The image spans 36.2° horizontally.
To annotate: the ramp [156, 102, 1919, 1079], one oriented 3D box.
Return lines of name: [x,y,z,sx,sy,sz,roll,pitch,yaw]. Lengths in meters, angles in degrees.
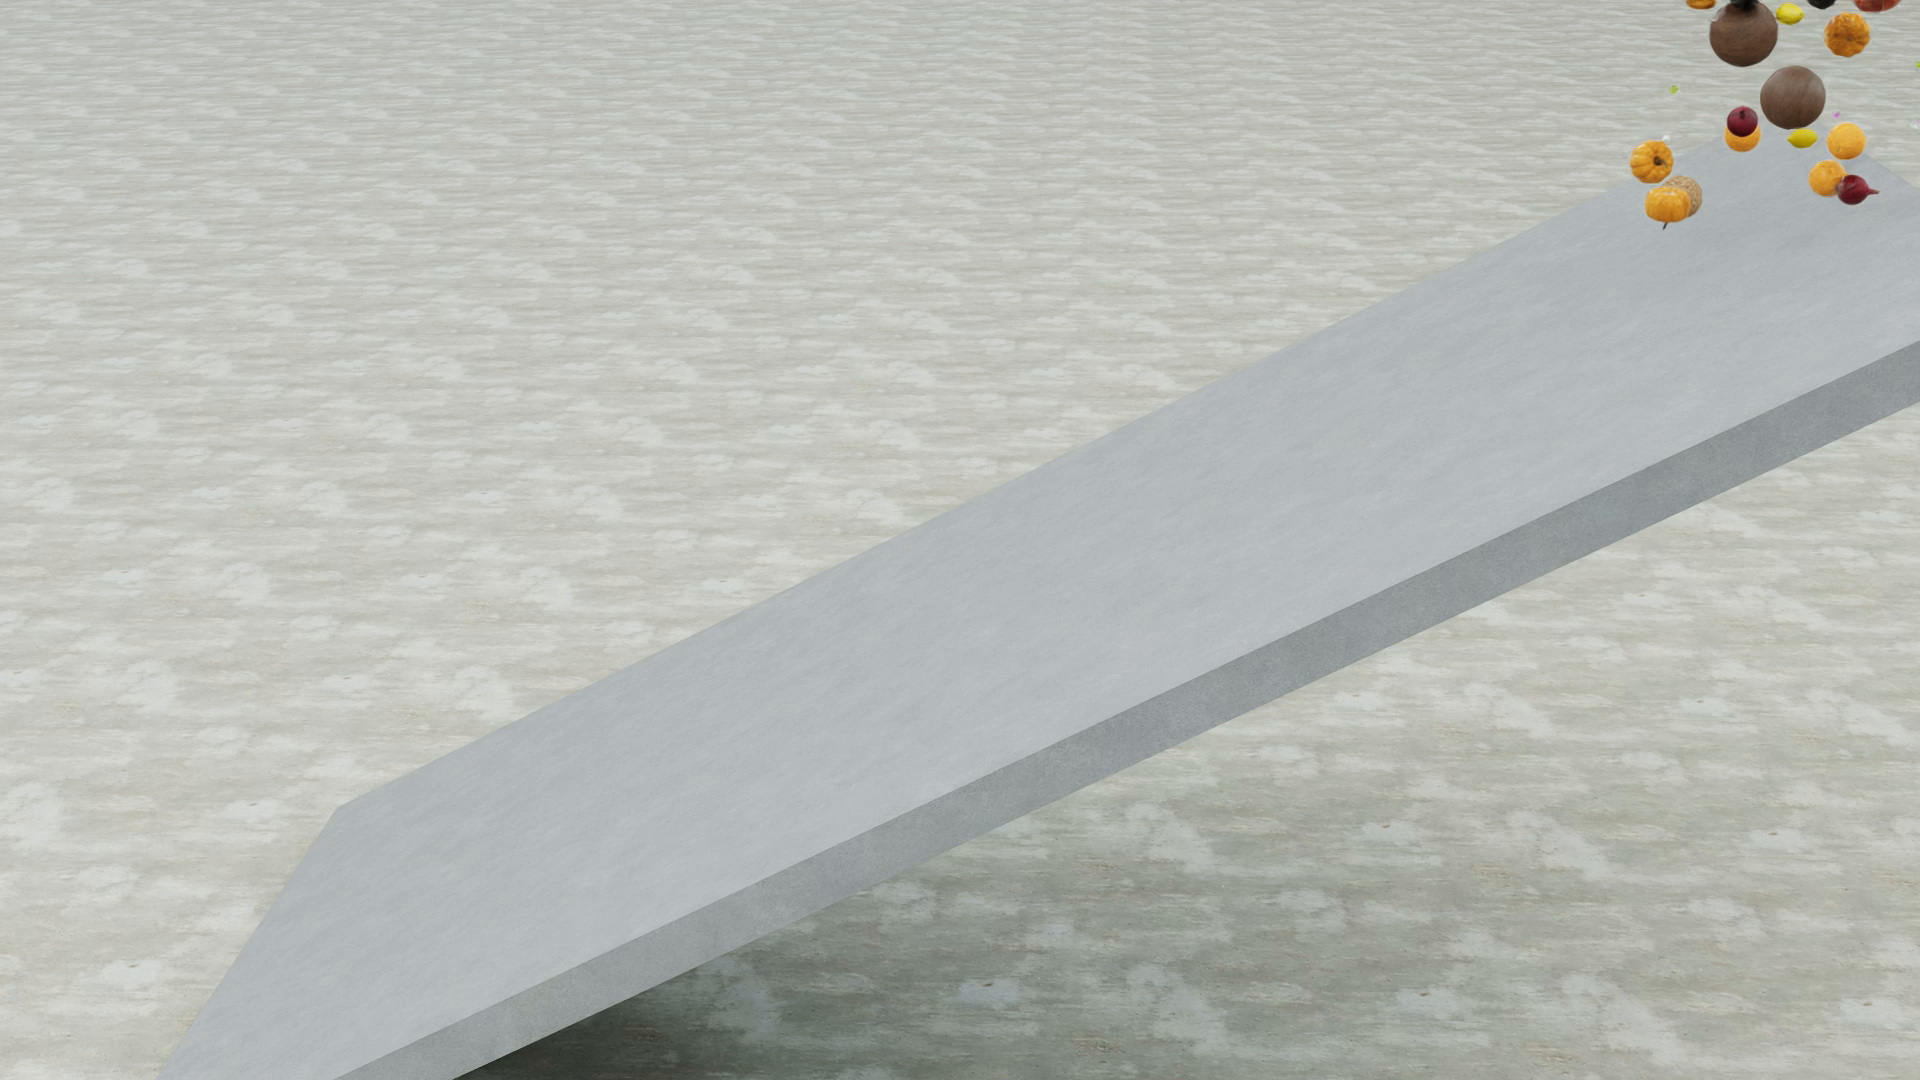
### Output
ramp: [0.140,0.167,6.281,4.000,0.100,2.000,-26,14,10]

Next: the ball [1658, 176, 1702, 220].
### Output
ball: [1.450,-0.690,5.922,0.088,0.088,0.088,0,17,0]
